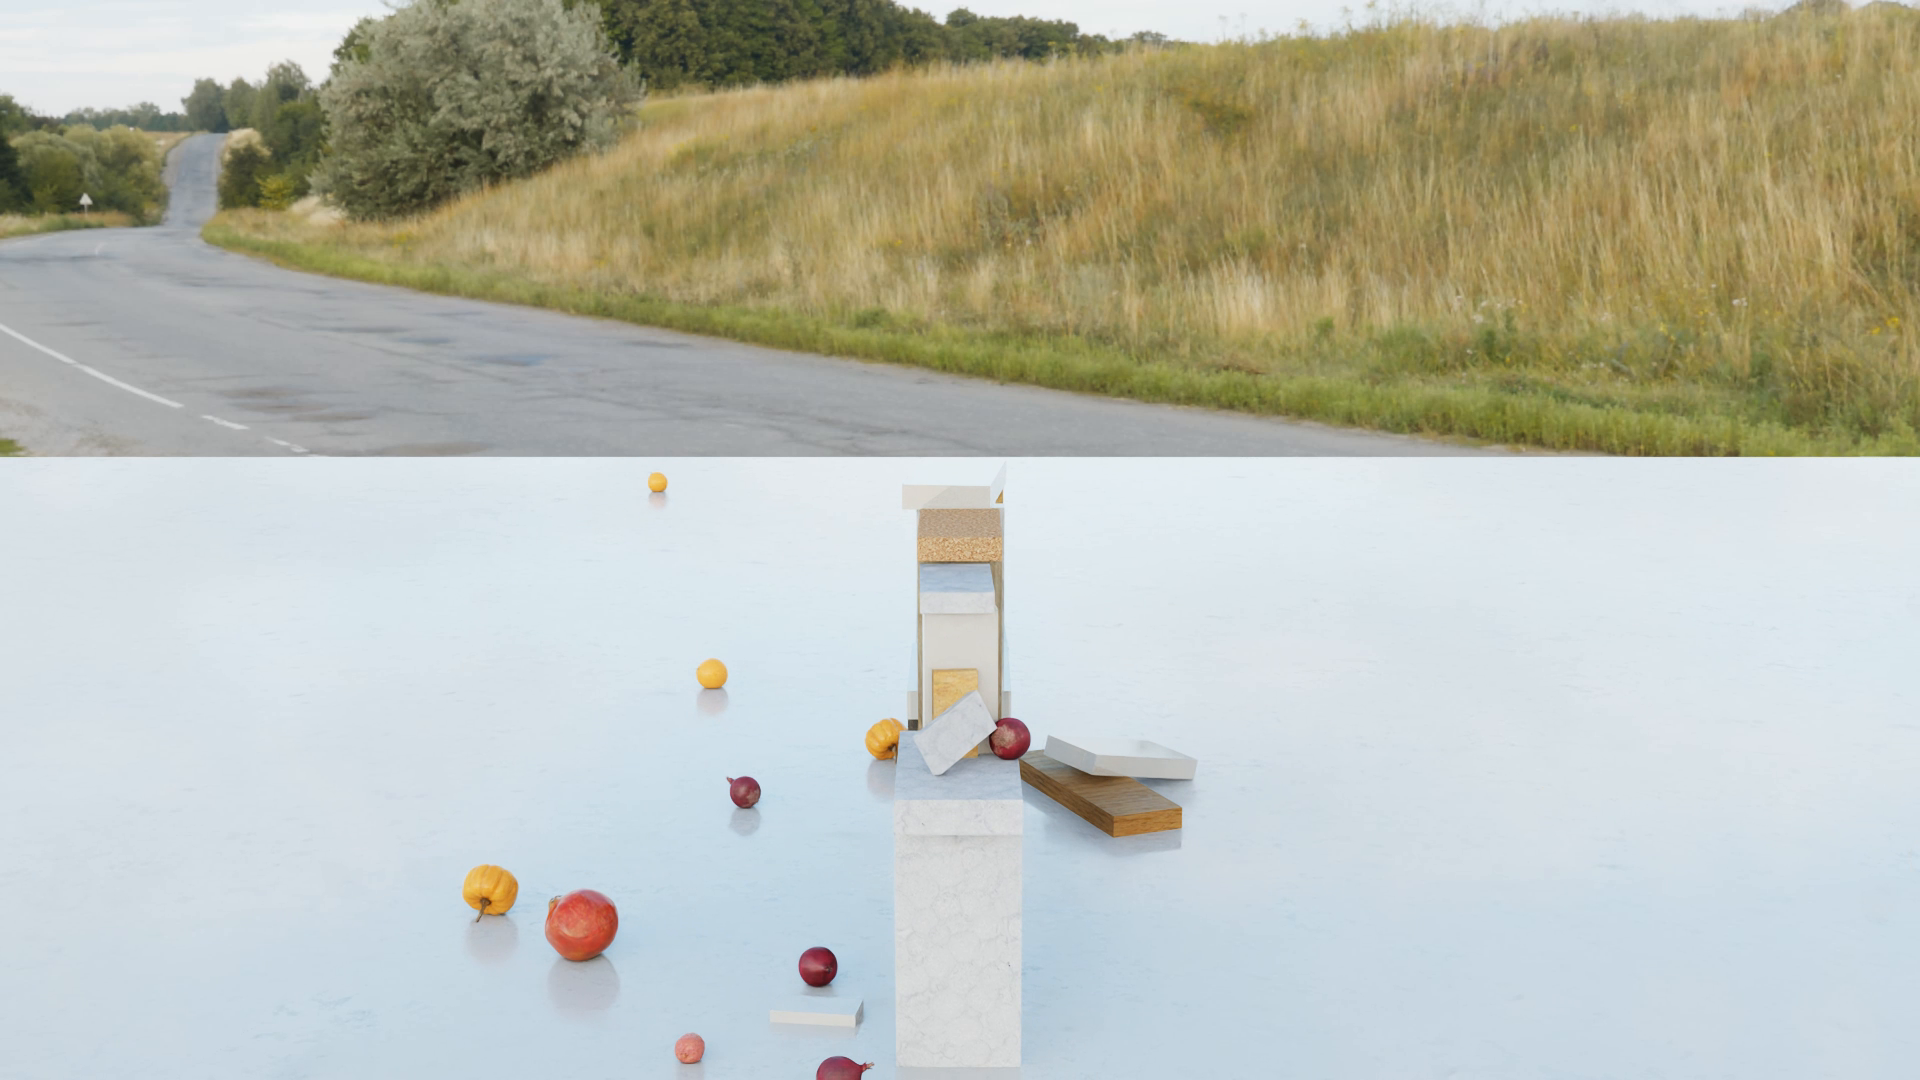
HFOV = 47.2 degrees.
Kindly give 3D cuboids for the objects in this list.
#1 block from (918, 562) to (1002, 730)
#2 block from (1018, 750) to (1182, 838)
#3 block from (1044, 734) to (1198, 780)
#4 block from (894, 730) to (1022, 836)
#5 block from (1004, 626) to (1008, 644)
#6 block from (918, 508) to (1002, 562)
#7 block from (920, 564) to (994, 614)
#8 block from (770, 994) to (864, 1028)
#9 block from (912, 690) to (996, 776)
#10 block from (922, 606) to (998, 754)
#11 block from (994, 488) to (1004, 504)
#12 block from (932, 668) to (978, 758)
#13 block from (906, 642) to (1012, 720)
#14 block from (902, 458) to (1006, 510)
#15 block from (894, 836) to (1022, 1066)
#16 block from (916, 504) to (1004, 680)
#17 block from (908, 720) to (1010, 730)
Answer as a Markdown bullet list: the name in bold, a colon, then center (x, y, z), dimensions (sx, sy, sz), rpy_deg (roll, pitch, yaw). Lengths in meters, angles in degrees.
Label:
- **block**: center (0.000, 0.186, 3.310), dimensions (0.125, 0.331, 0.035), rpy_deg (0, 11, 0)
- **block**: center (0.253, 0.474, 4.185), dimensions (0.140, 0.040, 0.446), rpy_deg (-4, 11, -23)
- **block**: center (0.314, 0.422, 4.276), dimensions (0.280, 0.040, 0.140), rpy_deg (8, 7, -41)
- **block**: center (-0.003, 0.334, 3.058), dimensions (0.170, 0.048, 0.339), rpy_deg (0, 11, 0)
- **block**: center (0.001, 0.181, 3.982), dimensions (0.161, 0.046, 0.322), rpy_deg (0, 11, -1)
- **block**: center (0.000, -0.009, 3.357), dimensions (0.125, 0.035, 0.250), rpy_deg (0, 11, 0)
- **block**: center (-0.006, 0.068, 3.142), dimensions (0.103, 0.029, 0.207), rpy_deg (0, 11, -1)
- **block**: center (-0.205, 0.676, 3.160), dimensions (0.124, 0.018, 0.062), rpy_deg (2, 11, 8)
- **block**: center (-0.006, 0.264, 3.024), dimensions (0.018, 0.062, 0.124), rpy_deg (-17, 14, 49)
- **block**: center (0.000, 0.197, 3.094), dimensions (0.104, 0.207, 0.029), rpy_deg (-1, 11, -6)
- **block**: center (0.002, 0.049, 3.740), dimensions (0.141, 0.282, 0.040), rpy_deg (0, 11, 0)
- **block**: center (-0.007, 0.243, 3.078), dimensions (0.062, 0.124, 0.018), rpy_deg (-1, 11, -6)
- **block**: center (-0.001, 0.232, 3.654), dimensions (0.166, 0.047, 0.331), rpy_deg (0, 11, 0)
- **block**: center (-0.007, -0.093, 3.622), dimensions (0.141, 0.040, 0.282), rpy_deg (1, 11, 6)
- **block**: center (-0.002, 0.545, 2.982), dimensions (0.170, 0.339, 0.048), rpy_deg (0, 11, 0)
- **block**: center (0.001, 0.083, 3.556), dimensions (0.141, 0.282, 0.040), rpy_deg (0, 11, 0)
- **block**: center (-0.001, 0.438, 3.580), dimensions (0.166, 0.331, 0.047), rpy_deg (0, 11, 0)
